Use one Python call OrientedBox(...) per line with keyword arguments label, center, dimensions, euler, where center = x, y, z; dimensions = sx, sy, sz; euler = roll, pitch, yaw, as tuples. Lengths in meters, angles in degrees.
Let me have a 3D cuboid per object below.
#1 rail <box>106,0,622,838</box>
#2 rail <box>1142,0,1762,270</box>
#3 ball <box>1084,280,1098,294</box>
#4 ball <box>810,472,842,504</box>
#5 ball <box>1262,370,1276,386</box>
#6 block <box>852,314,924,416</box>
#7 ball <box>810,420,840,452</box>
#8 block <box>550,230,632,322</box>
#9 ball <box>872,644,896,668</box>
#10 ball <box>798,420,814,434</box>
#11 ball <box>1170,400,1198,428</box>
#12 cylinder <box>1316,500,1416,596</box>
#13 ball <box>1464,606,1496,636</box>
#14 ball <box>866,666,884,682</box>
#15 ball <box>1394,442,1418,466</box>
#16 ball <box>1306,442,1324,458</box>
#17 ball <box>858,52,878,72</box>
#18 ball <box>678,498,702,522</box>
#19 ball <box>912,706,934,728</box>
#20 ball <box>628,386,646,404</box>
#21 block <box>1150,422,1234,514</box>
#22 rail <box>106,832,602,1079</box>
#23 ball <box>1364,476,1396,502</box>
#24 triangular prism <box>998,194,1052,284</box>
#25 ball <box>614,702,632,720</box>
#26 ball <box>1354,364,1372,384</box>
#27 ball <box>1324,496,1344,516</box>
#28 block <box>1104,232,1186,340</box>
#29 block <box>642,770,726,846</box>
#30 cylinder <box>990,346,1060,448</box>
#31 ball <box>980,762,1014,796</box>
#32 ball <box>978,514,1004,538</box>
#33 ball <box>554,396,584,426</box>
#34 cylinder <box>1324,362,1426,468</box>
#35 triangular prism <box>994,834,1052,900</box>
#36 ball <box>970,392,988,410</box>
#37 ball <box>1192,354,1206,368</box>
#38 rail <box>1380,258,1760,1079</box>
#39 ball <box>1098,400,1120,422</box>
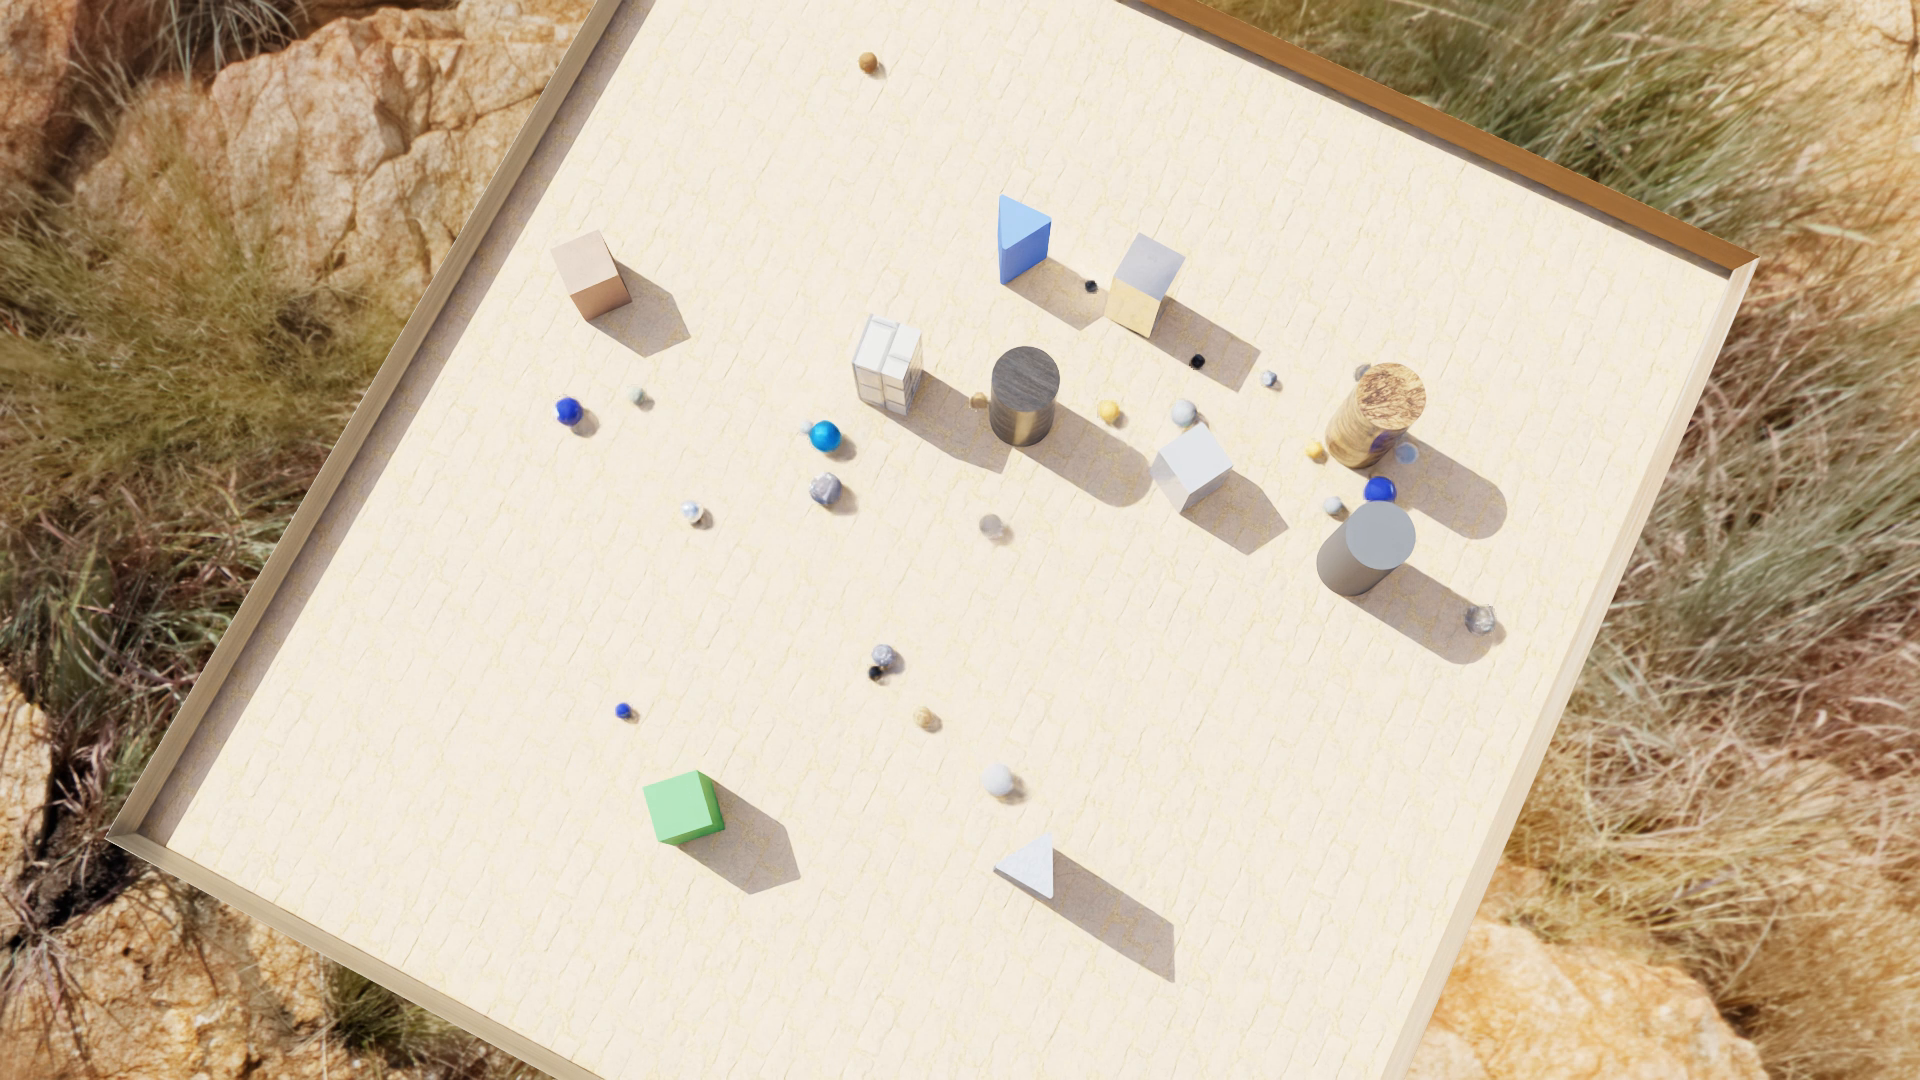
OrientedBox(label="rail", center=(-1.606, -0.779, 5.711), dimensions=(0.045, 0.130, 3.806), euler=(26, 80, 5))
OrientedBox(label="rail", center=(0.840, -1.639, 5.889), dimensions=(3.638, 0.130, 0.045), euler=(26, 80, 5))
OrientedBox(label="ball", center=(0.413, -0.796, 5.761), dimensions=(0.040, 0.040, 0.040), euler=(0, 78, 0))
OrientedBox(label="ball", center=(-0.410, -0.157, 5.598), dimensions=(0.100, 0.100, 0.100), euler=(0, 78, 0))
OrientedBox(label="ball", center=(0.961, -0.502, 5.696), dimensions=(0.048, 0.048, 0.048), euler=(0, 78, 0))
OrientedBox(label="block", center=(-0.214, -0.524, 5.526), dimensions=(0.160, 0.389, 0.160), euler=(19, 79, 4))
OrientedBox(label="ball", center=(-0.414, -0.319, 5.634), dimensions=(0.095, 0.095, 0.095), euler=(0, 78, 0))
OrientedBox(label="block", center=(-1.136, -0.814, 5.658), dimensions=(0.160, 0.248, 0.160), euler=(-24, 79, -5))
OrientedBox(label="ball", center=(-0.231, 0.346, 5.509), dimensions=(0.071, 0.071, 0.071), euler=(0, 78, 0))
OrientedBox(label="ball", center=(-0.474, -0.349, 5.665), dimensions=(0.047, 0.047, 0.047), euler=(0, 78, 0))
OrientedBox(label="ball", center=(0.692, -0.389, 5.654), dimensions=(0.085, 0.085, 0.085), euler=(0, 78, 0))
OrientedBox(label="cylinder", center=(1.188, 0.030, 5.388), dimensions=(0.200, 0.435, 0.200), euler=(0, 78, 0))
OrientedBox(label="ball", center=(1.567, 0.243, 5.520), dimensions=(0.091, 0.091, 0.091), euler=(0, 78, 0))
OrientedBox(label="ball", center=(-0.255, 0.401, 5.509), dimensions=(0.049, 0.049, 0.049), euler=(0, 78, 0))
OrientedBox(label="ball", center=(1.374, -0.265, 5.636), dimensions=(0.070, 0.070, 0.070), euler=(0, 78, 0))
OrientedBox(label="ball", center=(1.092, -0.279, 5.647), dimensions=(0.053, 0.053, 0.053), euler=(0, 78, 0))
OrientedBox(label="ball", center=(-0.297, -1.541, 5.903), dimensions=(0.063, 0.063, 0.063), euler=(0, 78, 0))
OrientedBox(label="ball", center=(-0.822, -0.090, 5.598), dimensions=(0.074, 0.074, 0.074), euler=(0, 78, 0))
OrientedBox(label="ball", center=(-0.111, 0.528, 5.476), dimensions=(0.062, 0.062, 0.062), euler=(0, 78, 0))
OrientedBox(label="ball", center=(-1.003, -0.448, 5.681), dimensions=(0.055, 0.055, 0.055), euler=(0, 78, 0))
OrientedBox(label="block", center=(0.694, -0.215, 5.522), dimensions=(0.160, 0.273, 0.160), euler=(-33, 80, -6))
OrientedBox(label="rail", center=(-0.840, 1.653, 5.207), dimensions=(3.638, 0.130, 0.045), euler=(26, 80, 5))
OrientedBox(label="ball", center=(1.283, -0.145, 5.596), dimensions=(0.100, 0.100, 0.100), euler=(0, 78, 0))
OrientedBox(label="triangular prism", center=(0.163, -0.945, 5.652), dimensions=(0.173, 0.314, 0.150), euler=(-33, 80, -6))
OrientedBox(label="ball", center=(-1.009, 0.511, 5.485), dimensions=(0.051, 0.051, 0.051), euler=(0, 78, 0))
OrientedBox(label="ball", center=(1.259, -0.509, 5.684), dimensions=(0.074, 0.074, 0.074), euler=(0, 78, 0))
OrientedBox(label="ball", center=(1.143, -0.106, 5.609), dimensions=(0.059, 0.059, 0.059), euler=(0, 78, 0))
OrientedBox(label="block", center=(0.560, -0.771, 5.591), dimensions=(0.160, 0.363, 0.160), euler=(29, 80, 6))
OrientedBox(label="block", center=(-0.796, 0.778, 5.303), dimensions=(0.160, 0.299, 0.160), euler=(-18, 79, -4))
OrientedBox(label="cylinder", center=(0.191, -0.426, 5.501), dimensions=(0.200, 0.400, 0.200), euler=(0, 78, 0))
OrientedBox(label="ball", center=(0.110, 0.708, 5.420), dimensions=(0.098, 0.098, 0.098), euler=(0, 78, 0))
OrientedBox(label="ball", center=(0.094, -0.045, 5.588), dimensions=(0.074, 0.074, 0.074), euler=(0, 78, 0))
OrientedBox(label="ball", center=(-1.208, -0.396, 5.653), dimensions=(0.090, 0.090, 0.090), euler=(0, 78, 0))
OrientedBox(label="cylinder", center=(1.230, -0.364, 5.455), dimensions=(0.200, 0.464, 0.200), euler=(0, 78, 0))
OrientedBox(label="triangular prism", center=(0.208, 0.903, 5.176), dimensions=(0.173, 0.497, 0.150), euler=(29, 80, 6))
OrientedBox(label="ball", center=(0.059, -0.431, 5.679), dimensions=(0.052, 0.052, 0.052), euler=(0, 78, 0))
OrientedBox(label="ball", center=(0.742, -0.558, 5.711), dimensions=(0.042, 0.042, 0.042), euler=(0, 78, 0))
OrientedBox(label="rail", center=(1.606, 0.793, 5.385), dimensions=(0.045, 0.130, 3.806), euler=(26, 80, 5))
OrientedBox(label="ball", center=(0.461, -0.399, 5.666), dimensions=(0.065, 0.065, 0.065), euler=(0, 78, 0))
